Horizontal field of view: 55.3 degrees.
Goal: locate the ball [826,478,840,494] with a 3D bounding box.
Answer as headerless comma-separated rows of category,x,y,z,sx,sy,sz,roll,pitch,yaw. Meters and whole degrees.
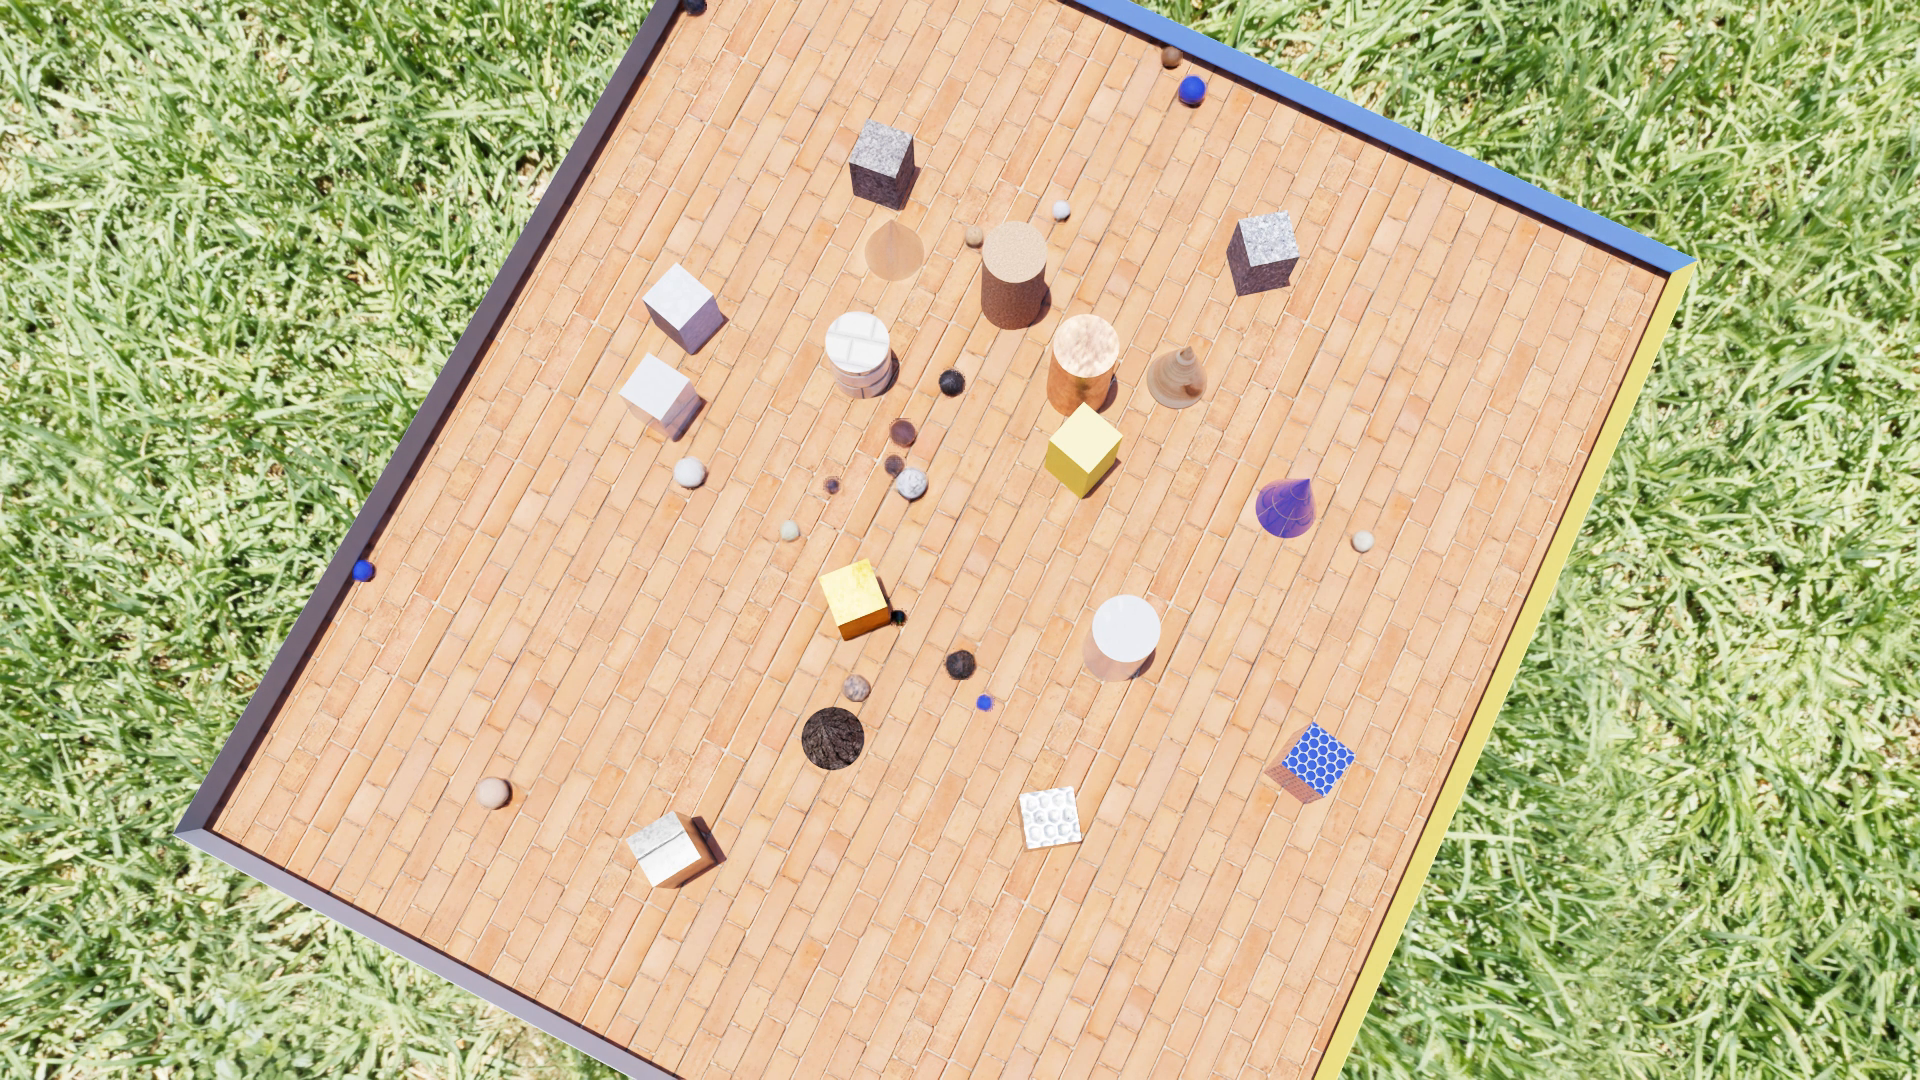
ball,-0.392,-0.166,5.628,0.046,0.046,0.046,0,78,0

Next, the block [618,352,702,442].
block,-0.909,-0.431,5.574,0.152,0.257,0.152,33,80,6

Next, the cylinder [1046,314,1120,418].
cylinder,0.364,-0.515,5.498,0.190,0.441,0.190,0,78,0

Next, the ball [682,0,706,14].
ball,-0.863,-1.745,5.939,0.075,0.075,0.075,0,78,0

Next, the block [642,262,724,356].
block,-0.850,-0.708,5.634,0.152,0.252,0.152,41,81,8

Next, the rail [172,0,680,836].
rail,-1.456,-0.706,5.698,0.045,0.124,3.616,26,80,5

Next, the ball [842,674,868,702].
ball,-0.314,0.441,5.483,0.083,0.083,0.083,0,78,0

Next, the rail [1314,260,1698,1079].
rail,1.456,0.719,5.404,0.045,0.124,3.616,26,80,5

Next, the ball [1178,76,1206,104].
ball,0.743,-1.441,5.869,0.088,0.088,0.088,0,78,0

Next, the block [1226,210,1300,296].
block,0.932,-0.882,5.659,0.152,0.274,0.152,-12,79,-2

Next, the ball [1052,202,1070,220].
ball,0.319,-1.043,5.802,0.059,0.059,0.059,0,78,0

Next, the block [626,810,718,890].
block,-0.821,0.890,5.246,0.152,0.366,0.152,-31,80,-6

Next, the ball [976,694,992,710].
ball,0.071,0.487,5.491,0.049,0.049,0.049,0,78,0

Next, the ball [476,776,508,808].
ball,-1.381,0.746,5.413,0.095,0.095,0.095,0,78,0

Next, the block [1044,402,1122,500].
block,0.368,-0.264,5.500,0.152,0.336,0.152,41,81,8

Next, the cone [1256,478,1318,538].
cone,1.003,-0.137,5.446,0.190,0.390,0.190,0,78,0

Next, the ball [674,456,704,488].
ball,-0.829,-0.208,5.611,0.095,0.095,0.095,0,78,0

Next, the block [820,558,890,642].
block,-0.309,0.180,5.424,0.152,0.304,0.152,-22,79,-4

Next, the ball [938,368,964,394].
ball,-0.027,-0.490,5.677,0.079,0.079,0.079,0,78,0

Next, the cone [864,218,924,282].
cone,-0.207,-0.939,5.664,0.190,0.288,0.190,0,78,0

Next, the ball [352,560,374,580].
ball,-1.814,0.092,5.565,0.063,0.063,0.063,0,78,0

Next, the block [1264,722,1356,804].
block,1.012,0.650,5.321,0.152,0.315,0.152,38,81,7

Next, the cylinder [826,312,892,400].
cylinder,-0.305,-0.560,5.586,0.190,0.286,0.190,0,78,0

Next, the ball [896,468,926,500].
ball,-0.149,-0.172,5.604,0.094,0.094,0.094,0,78,0

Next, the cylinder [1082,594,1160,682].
cylinder,0.464,0.291,5.329,0.190,0.444,0.190,0,78,0

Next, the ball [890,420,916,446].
ball,-0.175,-0.329,5.643,0.081,0.081,0.081,0,78,0

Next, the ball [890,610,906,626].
ball,-0.186,0.234,5.543,0.049,0.049,0.049,0,78,0

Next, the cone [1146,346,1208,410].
cone,0.677,-0.535,5.549,0.190,0.349,0.190,0,78,0

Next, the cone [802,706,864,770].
cone,-0.381,0.552,5.285,0.190,0.426,0.190,0,78,0

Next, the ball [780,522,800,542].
ball,-0.519,-0.026,5.591,0.061,0.061,0.061,0,78,0

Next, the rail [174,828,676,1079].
rail,-0.798,1.569,5.228,3.303,0.124,0.045,26,80,5

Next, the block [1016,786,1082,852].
block,0.253,0.809,5.288,0.152,0.316,0.152,-9,78,-2

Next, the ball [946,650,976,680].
ball,0.001,0.373,5.493,0.090,0.090,0.090,0,78,0

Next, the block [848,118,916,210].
block,-0.242,-1.170,5.724,0.152,0.263,0.152,20,79,4

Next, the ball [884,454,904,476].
ball,-0.202,-0.230,5.631,0.065,0.065,0.065,0,78,0

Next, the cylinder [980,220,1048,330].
cylinder,0.160,-0.796,5.557,0.190,0.438,0.190,0,78,0

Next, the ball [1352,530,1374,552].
ball,1.227,0.002,5.582,0.066,0.066,0.066,0,78,0

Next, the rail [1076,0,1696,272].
rail,0.798,-1.556,5.874,3.303,0.124,0.045,26,80,5

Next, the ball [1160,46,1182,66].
ball,0.680,-1.560,5.905,0.066,0.066,0.066,0,78,0

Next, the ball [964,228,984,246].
ball,0.044,-0.956,5.783,0.061,0.061,0.061,0,78,0
